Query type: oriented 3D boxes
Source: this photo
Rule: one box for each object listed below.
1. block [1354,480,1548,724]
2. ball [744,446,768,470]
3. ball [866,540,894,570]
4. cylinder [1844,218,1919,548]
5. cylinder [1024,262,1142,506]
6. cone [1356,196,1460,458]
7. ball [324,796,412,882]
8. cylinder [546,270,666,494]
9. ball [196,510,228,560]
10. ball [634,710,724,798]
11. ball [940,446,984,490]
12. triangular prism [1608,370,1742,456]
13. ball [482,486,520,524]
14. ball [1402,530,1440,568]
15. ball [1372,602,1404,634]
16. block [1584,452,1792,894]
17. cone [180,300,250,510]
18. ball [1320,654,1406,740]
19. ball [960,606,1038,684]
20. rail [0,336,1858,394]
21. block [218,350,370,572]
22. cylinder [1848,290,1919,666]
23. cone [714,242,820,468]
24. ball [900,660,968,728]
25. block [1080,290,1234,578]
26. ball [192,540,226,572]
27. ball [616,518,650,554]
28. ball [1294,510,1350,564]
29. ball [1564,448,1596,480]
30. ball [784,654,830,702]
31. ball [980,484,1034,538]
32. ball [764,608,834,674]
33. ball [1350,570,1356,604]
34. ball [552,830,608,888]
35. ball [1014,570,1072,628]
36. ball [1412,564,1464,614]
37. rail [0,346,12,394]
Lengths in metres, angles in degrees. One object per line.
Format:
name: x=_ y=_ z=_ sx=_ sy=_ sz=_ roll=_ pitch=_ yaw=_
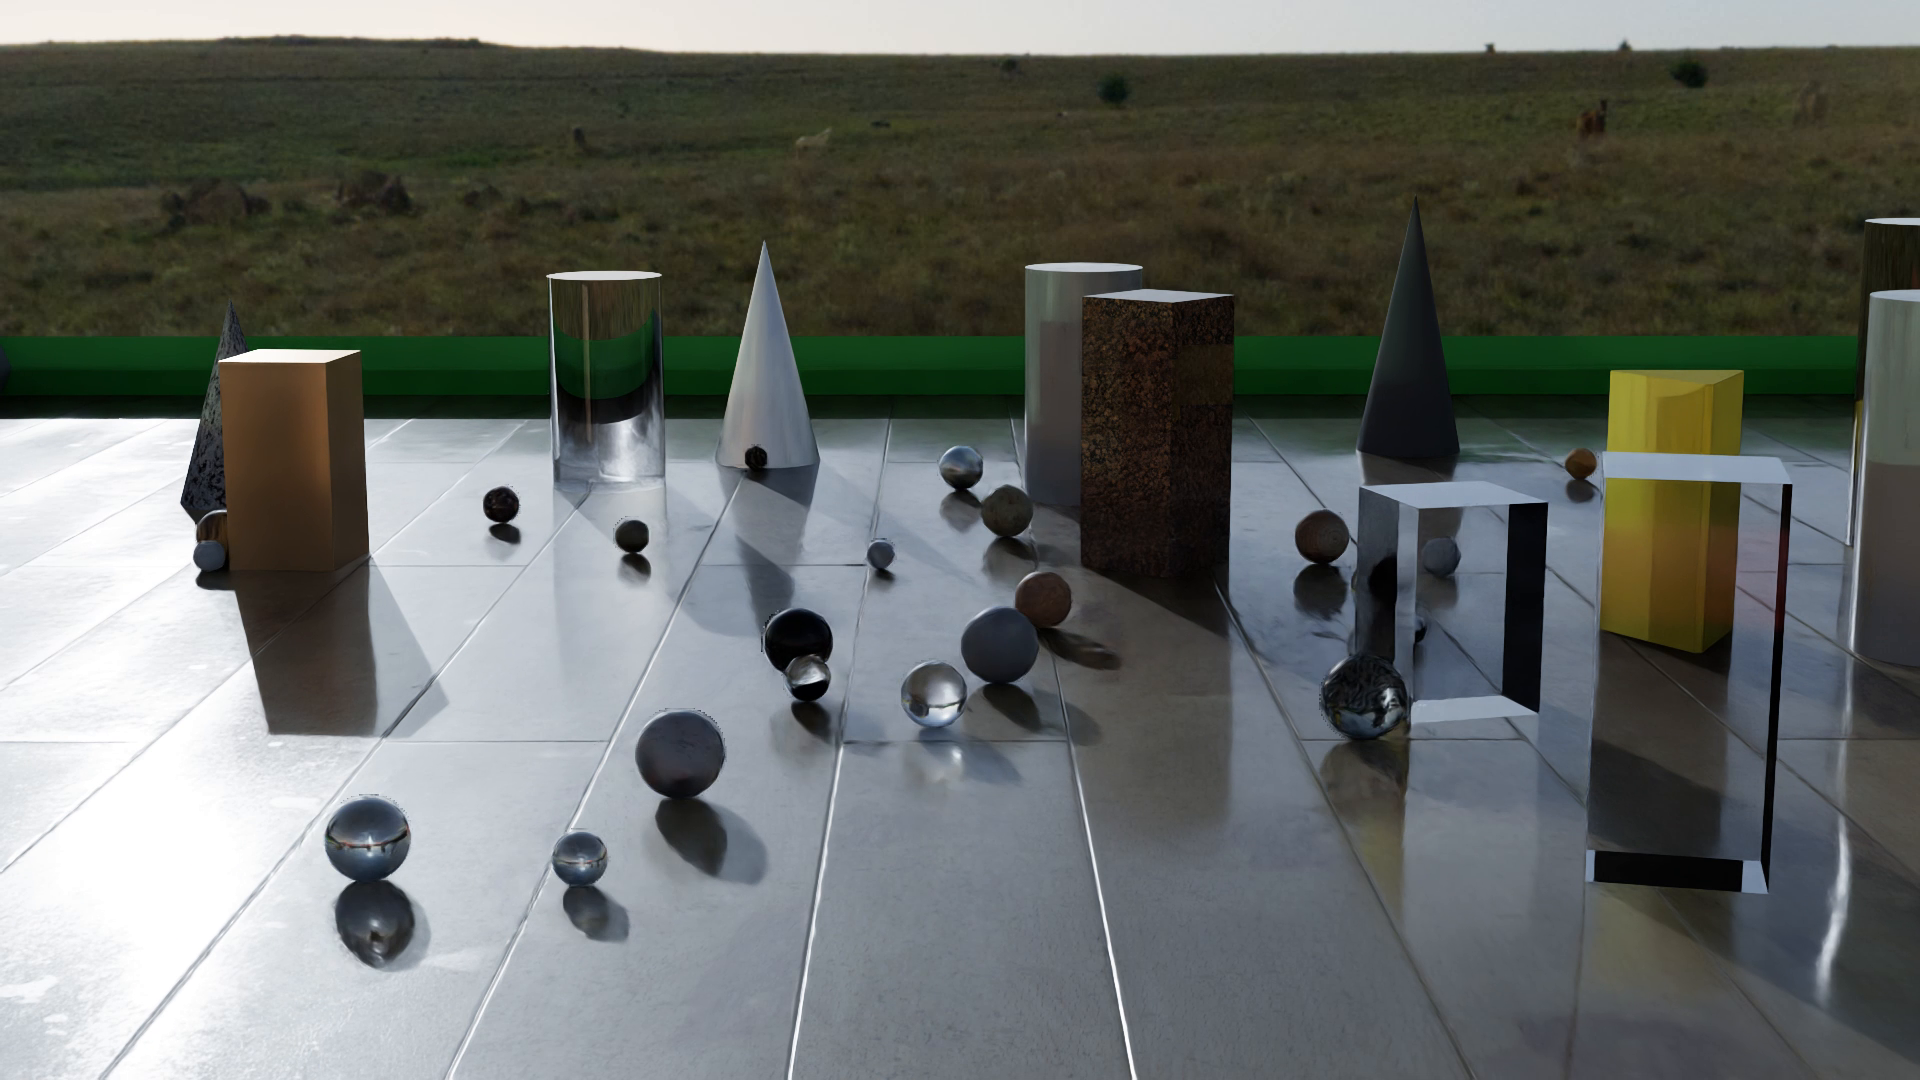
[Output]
block: x=0.561 y=0.068 z=2.949 sx=0.158 sy=0.244 sz=0.158 roll=-3 pitch=11 yaw=-15
ball: x=-0.371 y=-0.149 z=4.676 sx=0.042 sy=0.042 sz=0.042 roll=0 pitch=10 yaw=0
ball: x=-0.117 y=0.022 z=3.755 sx=0.042 sy=0.042 sz=0.042 roll=0 pitch=10 yaw=0
cylinder: x=1.464 y=-0.235 z=3.897 sx=0.198 sy=0.494 sz=0.198 roll=0 pitch=10 yaw=0
cylinder: x=0.209 y=-0.267 z=4.356 sx=0.198 sy=0.391 sz=0.198 roll=0 pitch=10 yaw=0
cone: x=0.860 y=-0.415 z=4.883 sx=0.198 sy=0.489 sz=0.198 roll=0 pitch=10 yaw=0
ball: x=-0.535 y=0.270 z=2.316 sx=0.077 sy=0.077 sz=0.077 roll=0 pitch=10 yaw=0
cylinder: x=-0.617 y=-0.278 z=4.483 sx=0.198 sy=0.367 sz=0.198 roll=0 pitch=10 yaw=0
ball: x=-1.100 y=-0.007 z=3.820 sx=0.075 sy=0.075 sz=0.075 roll=0 pitch=10 yaw=0
ball: x=-0.282 y=0.215 z=2.579 sx=0.090 sy=0.090 sz=0.090 roll=0 pitch=10 yaw=0
ball: x=0.002 y=-0.125 z=4.450 sx=0.077 sy=0.077 sz=0.077 roll=0 pitch=10 yaw=0
triangular prism: x=0.960 y=-0.052 z=3.355 sx=0.149 sy=0.332 sz=0.171 roll=-6 pitch=12 yaw=-30
ball: x=-0.739 y=-0.057 z=4.130 sx=0.059 sy=0.059 sz=0.059 roll=0 pitch=10 yaw=0
ball: x=0.676 y=0.013 z=3.764 sx=0.056 sy=0.056 sz=0.056 roll=0 pitch=10 yaw=0
ball: x=0.554 y=0.102 z=3.322 sx=0.042 sy=0.042 sz=0.042 roll=0 pitch=10 yaw=0
block: x=0.661 y=0.116 z=2.344 sx=0.158 sy=0.370 sz=0.158 roll=2 pitch=11 yaw=13
cone: x=-1.219 y=-0.236 z=4.317 sx=0.198 sy=0.345 sz=0.198 roll=0 pitch=10 yaw=0
ball: x=0.441 y=0.172 z=2.801 sx=0.093 sy=0.093 sz=0.093 roll=0 pitch=10 yaw=0
ball: x=0.047 y=0.125 z=3.055 sx=0.093 sy=0.093 sz=0.093 roll=0 pitch=10 yaw=0
rail: x=-0.013 y=-0.387 z=5.716 sx=4.268 sy=0.129 sz=0.045 roll=0 pitch=10 yaw=0
block: x=-0.983 y=-0.120 z=3.798 sx=0.158 sy=0.306 sz=0.158 roll=1 pitch=11 yaw=5
cylinder: x=1.222 y=-0.080 z=3.192 sx=0.198 sy=0.446 sz=0.198 roll=0 pitch=10 yaw=0
cone: x=-0.360 y=-0.351 z=4.755 sx=0.198 sy=0.412 sz=0.198 roll=0 pitch=10 yaw=0
ball: x=-0.029 y=0.172 z=2.851 sx=0.075 sy=0.075 sz=0.075 roll=0 pitch=10 yaw=0
block: x=0.289 y=-0.161 z=3.768 sx=0.158 sy=0.396 sz=0.158 roll=8 pitch=13 yaw=38
ball: x=-1.094 y=0.022 z=3.737 sx=0.047 sy=0.047 sz=0.047 roll=0 pitch=10 yaw=0
ball: x=-0.495 y=-0.006 z=3.877 sx=0.052 sy=0.052 sz=0.052 roll=0 pitch=10 yaw=0
ball: x=0.534 y=-0.005 z=3.791 sx=0.081 sy=0.081 sz=0.081 roll=0 pitch=10 yaw=0
ball: x=1.106 y=-0.136 z=4.571 sx=0.055 sy=0.055 sz=0.055 roll=0 pitch=10 yaw=0
ball: x=-0.177 y=0.160 z=2.974 sx=0.054 sy=0.054 sz=0.054 roll=0 pitch=10 yaw=0
ball: x=0.073 y=-0.045 z=4.007 sx=0.082 sy=0.082 sz=0.082 roll=0 pitch=10 yaw=0
ball: x=-0.191 y=0.121 z=3.029 sx=0.083 sy=0.083 sz=0.083 roll=0 pitch=10 yaw=0
ball: x=0.562 y=0.063 z=3.425 sx=0.081 sy=0.081 sz=0.081 roll=0 pitch=10 yaw=0
ball: x=-0.341 y=0.286 z=2.303 sx=0.051 sy=0.051 sz=0.051 roll=0 pitch=10 yaw=0
ball: x=0.109 y=0.078 z=3.356 sx=0.076 sy=0.076 sz=0.076 roll=0 pitch=10 yaw=0
ball: x=0.643 y=0.065 z=3.452 sx=0.067 sy=0.067 sz=0.067 roll=0 pitch=10 yaw=0
rail: x=-2.110 y=0.035 z=3.437 sx=0.045 sy=0.129 sz=4.660 roll=0 pitch=10 yaw=0
